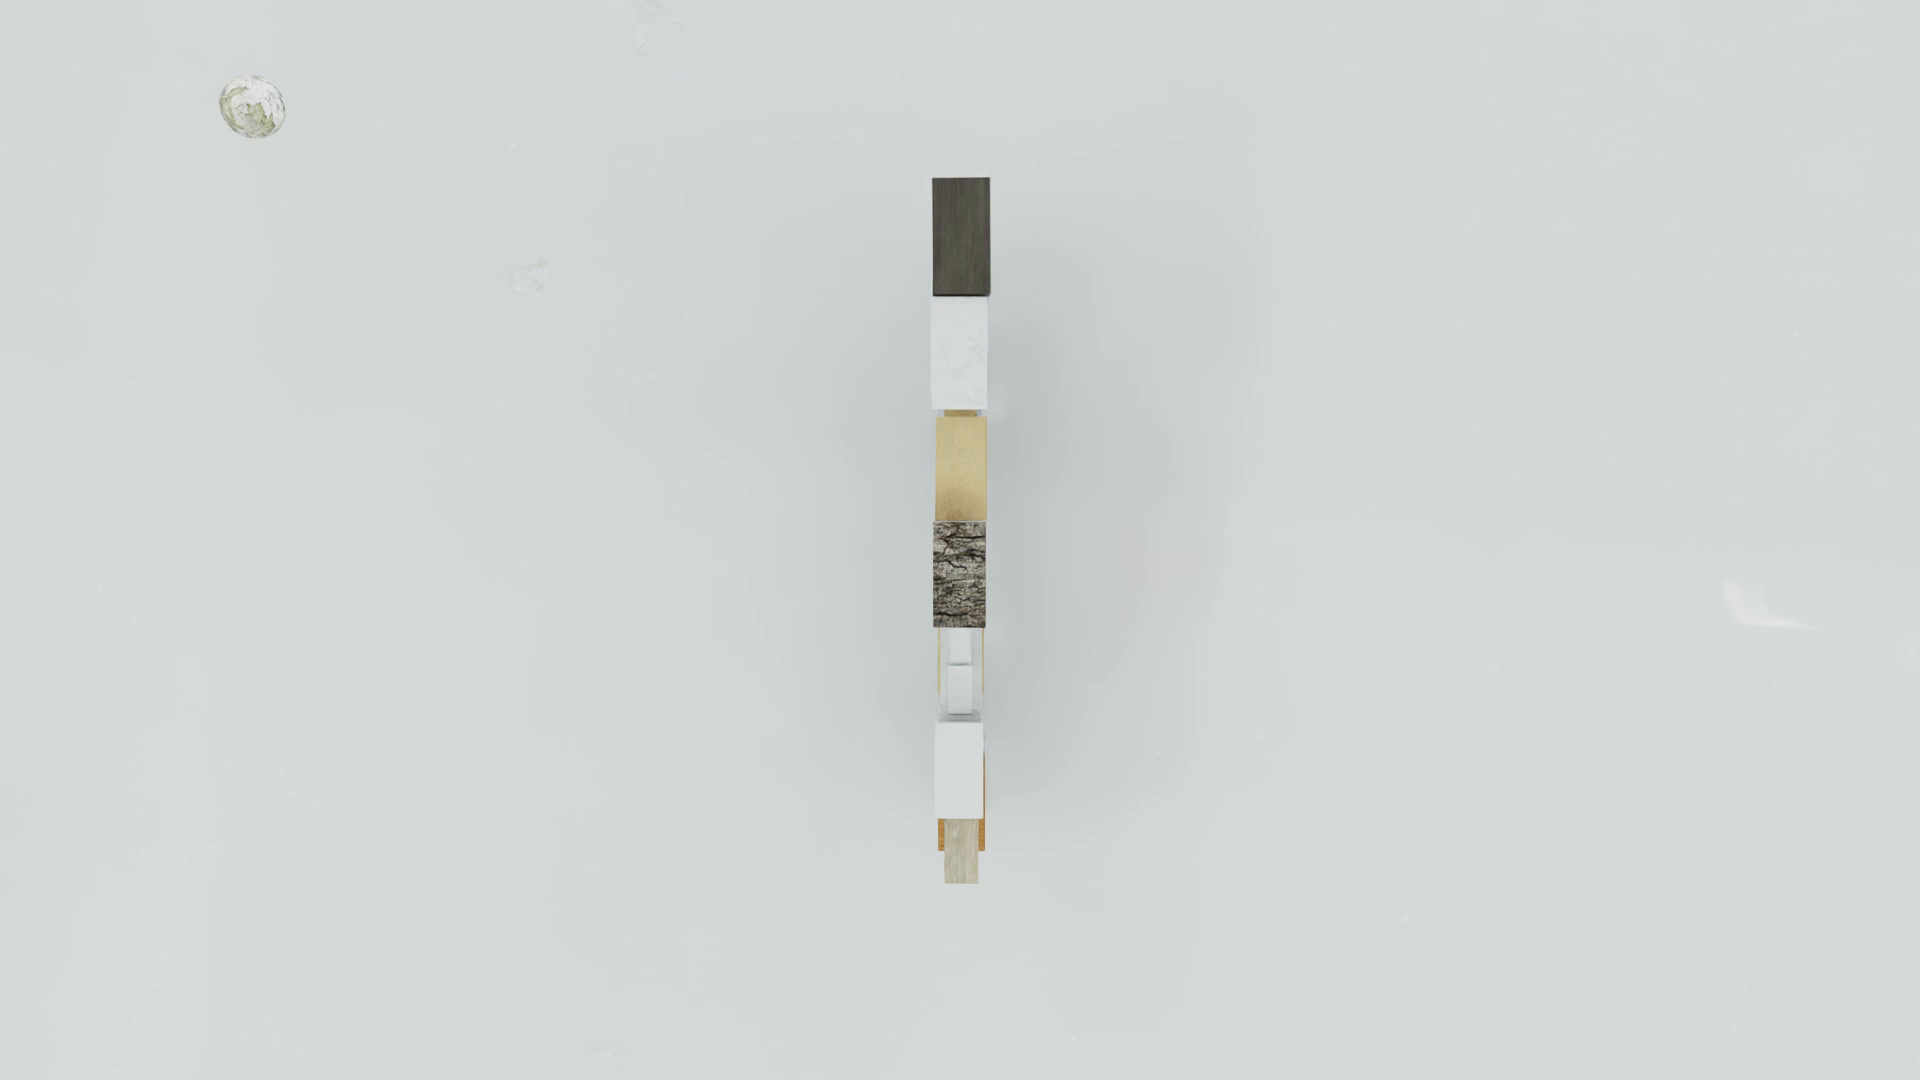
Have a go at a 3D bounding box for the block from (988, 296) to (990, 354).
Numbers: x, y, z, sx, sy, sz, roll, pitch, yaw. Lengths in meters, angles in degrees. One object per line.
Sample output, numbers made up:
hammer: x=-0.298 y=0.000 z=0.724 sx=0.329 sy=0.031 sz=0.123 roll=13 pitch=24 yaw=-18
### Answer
block: x=0.001 y=-0.756 z=5.118 sx=0.178 sy=0.050 sz=0.356 roll=0 pitch=90 yaw=0

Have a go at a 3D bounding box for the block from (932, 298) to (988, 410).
block: x=-0.001 y=-0.497 z=4.408 sx=0.148 sy=0.042 sz=0.295 roll=0 pitch=90 yaw=0

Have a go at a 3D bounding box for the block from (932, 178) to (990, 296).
block: x=0.004 y=-0.807 z=4.394 sx=0.154 sy=0.044 sz=0.309 roll=0 pitch=90 yaw=0

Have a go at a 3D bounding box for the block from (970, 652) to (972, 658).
block: x=0.004 y=0.338 z=4.832 sx=0.057 sy=0.113 sz=0.016 roll=0 pitch=90 yaw=0

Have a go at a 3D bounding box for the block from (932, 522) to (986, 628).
block: x=-0.002 y=0.094 z=4.507 sx=0.144 sy=0.041 sz=0.288 roll=0 pitch=90 yaw=0

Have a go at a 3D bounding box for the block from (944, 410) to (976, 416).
block: x=0.001 y=-0.313 z=4.977 sx=0.097 sy=0.027 sz=0.194 roll=0 pitch=90 yaw=0

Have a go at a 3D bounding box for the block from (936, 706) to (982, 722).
block: x=-0.002 y=0.546 z=4.888 sx=0.131 sy=0.650 sz=0.037 roll=0 pitch=90 yaw=0

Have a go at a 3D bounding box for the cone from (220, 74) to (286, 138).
cone: x=-1.764 y=-1.063 z=4.087 sx=0.157 sy=0.157 sz=0.157 roll=-5 pitch=113 yaw=-12

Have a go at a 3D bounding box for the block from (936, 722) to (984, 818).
block: x=-0.002 y=0.633 z=4.545 sx=0.131 sy=0.037 sz=0.262 roll=0 pitch=90 yaw=0

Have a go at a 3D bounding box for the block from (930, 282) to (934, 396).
block: x=-0.003 y=-0.577 z=4.747 sx=0.162 sy=0.046 sz=0.323 roll=0 pitch=90 yaw=0

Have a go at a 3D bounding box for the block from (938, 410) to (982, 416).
block: x=0.000 y=-0.435 z=5.204 sx=0.138 sy=0.039 sz=0.276 roll=0 pitch=90 yaw=0

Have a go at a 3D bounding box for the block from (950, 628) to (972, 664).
block: x=0.001 y=0.299 z=4.767 sx=0.057 sy=0.016 sz=0.113 roll=-3 pitch=90 yaw=0

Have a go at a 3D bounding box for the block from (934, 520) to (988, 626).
block: x=0.002 y=0.094 z=4.838 sx=0.155 sy=0.044 sz=0.310 roll=0 pitch=90 yaw=0

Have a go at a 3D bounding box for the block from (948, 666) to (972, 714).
block: x=0.001 y=0.430 z=4.743 sx=0.068 sy=0.019 sz=0.136 roll=0 pitch=90 yaw=0

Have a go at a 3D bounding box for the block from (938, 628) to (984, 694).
block: x=0.003 y=0.337 z=5.190 sx=0.145 sy=0.041 sz=0.290 roll=0 pitch=90 yaw=0

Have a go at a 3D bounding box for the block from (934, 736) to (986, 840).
block: x=0.000 y=0.776 z=5.162 sx=0.158 sy=0.045 sz=0.316 roll=0 pitch=90 yaw=0

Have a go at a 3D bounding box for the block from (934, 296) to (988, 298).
block: x=0.004 y=-0.703 z=4.570 sx=0.154 sy=0.309 sz=0.044 roll=0 pitch=90 yaw=0

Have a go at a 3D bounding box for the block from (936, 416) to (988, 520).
block: x=0.004 y=-0.200 z=4.651 sx=0.146 sy=0.041 sz=0.292 roll=0 pitch=90 yaw=0

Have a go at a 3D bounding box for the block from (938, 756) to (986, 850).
block: x=0.005 y=0.772 z=4.844 sx=0.138 sy=0.039 sz=0.275 roll=0 pitch=90 yaw=0

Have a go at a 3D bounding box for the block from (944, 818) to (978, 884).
block: x=0.004 y=0.865 z=4.621 sx=0.095 sy=0.027 sz=0.191 roll=0 pitch=90 yaw=0

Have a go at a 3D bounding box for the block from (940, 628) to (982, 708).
block: x=0.004 y=0.376 z=4.906 sx=0.123 sy=0.035 sz=0.246 roll=0 pitch=90 yaw=0
